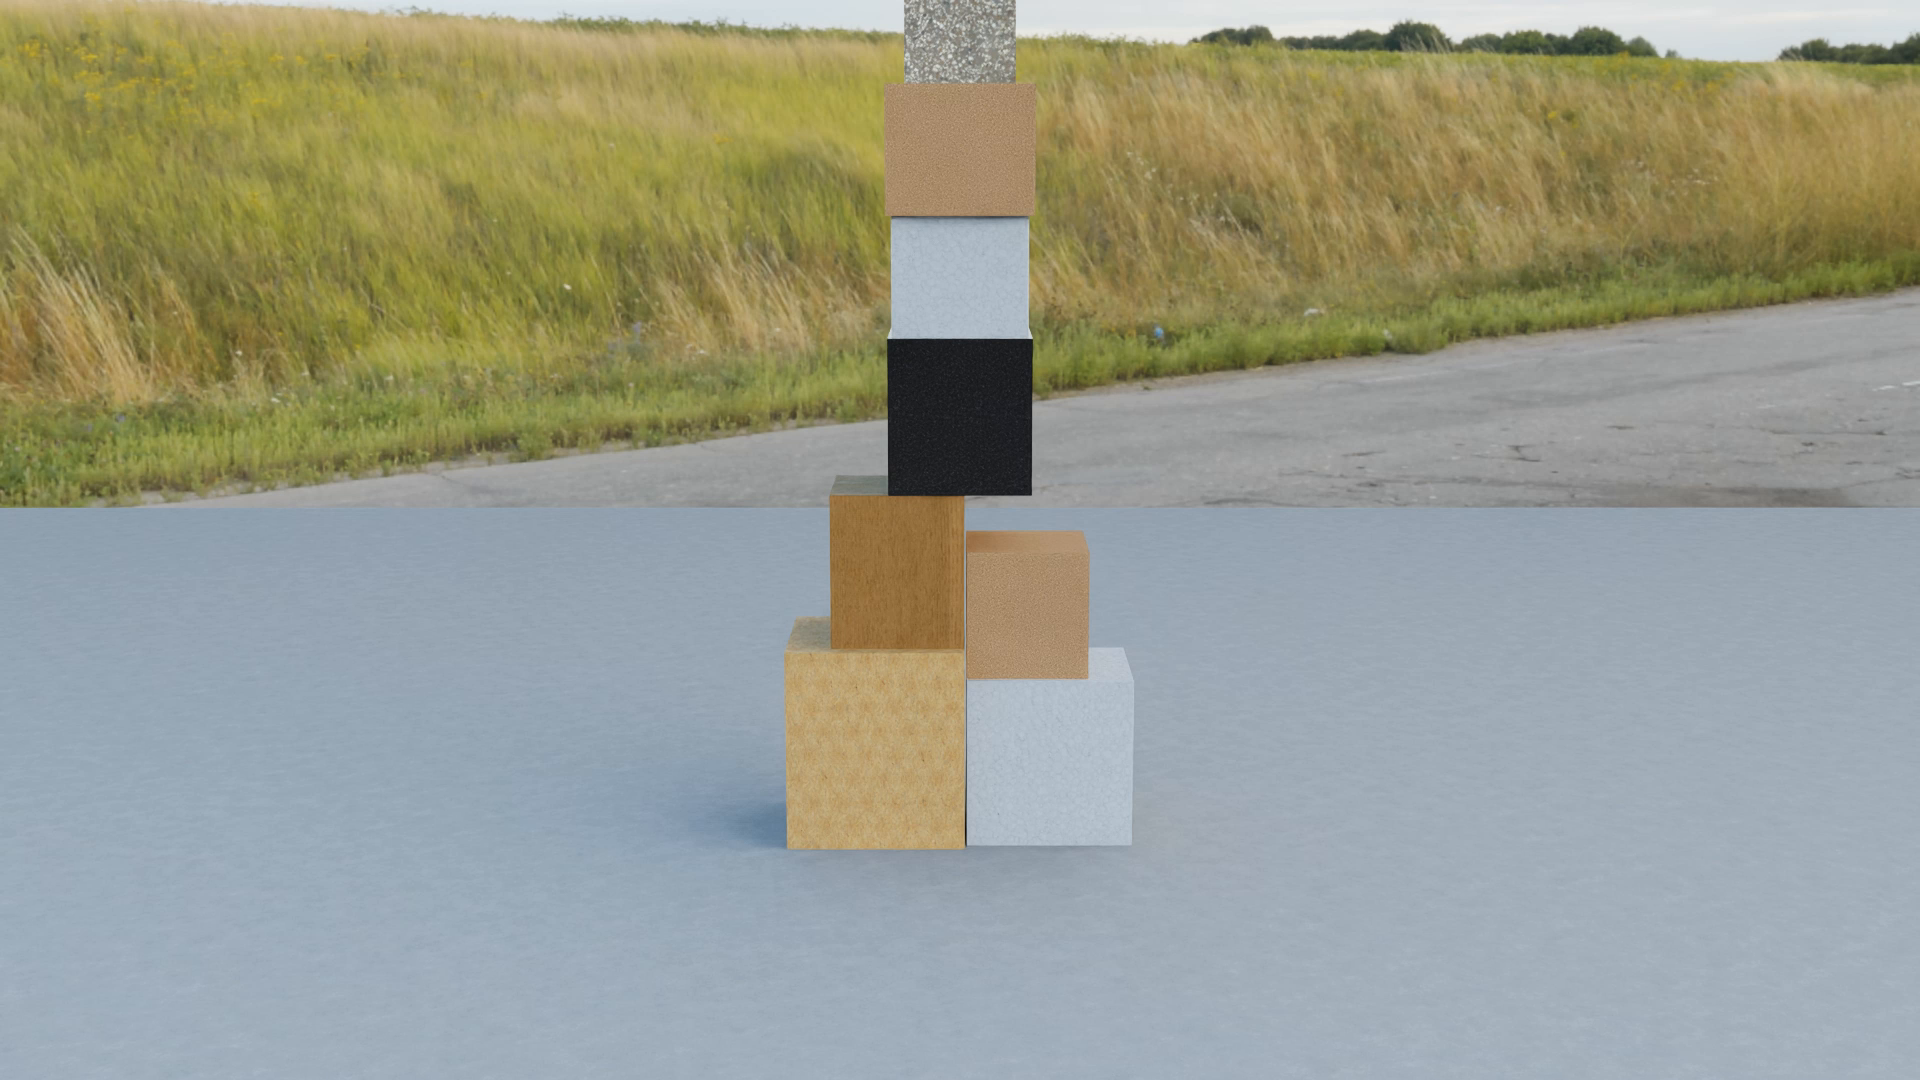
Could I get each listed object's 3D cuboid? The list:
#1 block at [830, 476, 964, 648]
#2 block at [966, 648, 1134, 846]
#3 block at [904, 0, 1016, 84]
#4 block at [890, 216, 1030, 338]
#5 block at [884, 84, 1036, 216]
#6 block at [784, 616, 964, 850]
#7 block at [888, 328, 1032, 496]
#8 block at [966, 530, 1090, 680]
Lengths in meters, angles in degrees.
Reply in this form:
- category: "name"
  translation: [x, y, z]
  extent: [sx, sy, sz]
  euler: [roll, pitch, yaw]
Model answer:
- category: "block"
  translation: [-0.310, 0.103, 11.189]
  extent: [0.663, 0.774, 0.654]
  euler: [0, 10, 0]
- category: "block"
  translation: [0.450, 1.055, 11.386]
  extent: [0.833, 0.849, 0.747]
  euler: [0, 10, 0]
- category: "block"
  translation: [0.000, -2.532, 10.723]
  extent: [0.533, 0.614, 0.497]
  euler: [0, 10, 0]
- category: "block"
  translation: [0.000, -1.328, 10.948]
  extent: [0.667, 0.588, 0.593]
  euler: [0, 10, 0]
- category: "block"
  translation: [0.000, -1.925, 10.845]
  extent: [0.721, 0.624, 0.713]
  euler: [0, 10, 0]
- category: "block"
  translation: [-0.422, 0.979, 11.357]
  extent: [0.890, 1.010, 0.841]
  euler: [0, 10, 0]
- category: "block"
  translation: [0.000, -0.661, 11.076]
  extent: [0.706, 0.770, 0.726]
  euler: [0, 10, 0]
- category: "block"
  translation: [0.337, 0.323, 11.243]
  extent: [0.610, 0.643, 0.623]
  euler: [0, 10, 0]
